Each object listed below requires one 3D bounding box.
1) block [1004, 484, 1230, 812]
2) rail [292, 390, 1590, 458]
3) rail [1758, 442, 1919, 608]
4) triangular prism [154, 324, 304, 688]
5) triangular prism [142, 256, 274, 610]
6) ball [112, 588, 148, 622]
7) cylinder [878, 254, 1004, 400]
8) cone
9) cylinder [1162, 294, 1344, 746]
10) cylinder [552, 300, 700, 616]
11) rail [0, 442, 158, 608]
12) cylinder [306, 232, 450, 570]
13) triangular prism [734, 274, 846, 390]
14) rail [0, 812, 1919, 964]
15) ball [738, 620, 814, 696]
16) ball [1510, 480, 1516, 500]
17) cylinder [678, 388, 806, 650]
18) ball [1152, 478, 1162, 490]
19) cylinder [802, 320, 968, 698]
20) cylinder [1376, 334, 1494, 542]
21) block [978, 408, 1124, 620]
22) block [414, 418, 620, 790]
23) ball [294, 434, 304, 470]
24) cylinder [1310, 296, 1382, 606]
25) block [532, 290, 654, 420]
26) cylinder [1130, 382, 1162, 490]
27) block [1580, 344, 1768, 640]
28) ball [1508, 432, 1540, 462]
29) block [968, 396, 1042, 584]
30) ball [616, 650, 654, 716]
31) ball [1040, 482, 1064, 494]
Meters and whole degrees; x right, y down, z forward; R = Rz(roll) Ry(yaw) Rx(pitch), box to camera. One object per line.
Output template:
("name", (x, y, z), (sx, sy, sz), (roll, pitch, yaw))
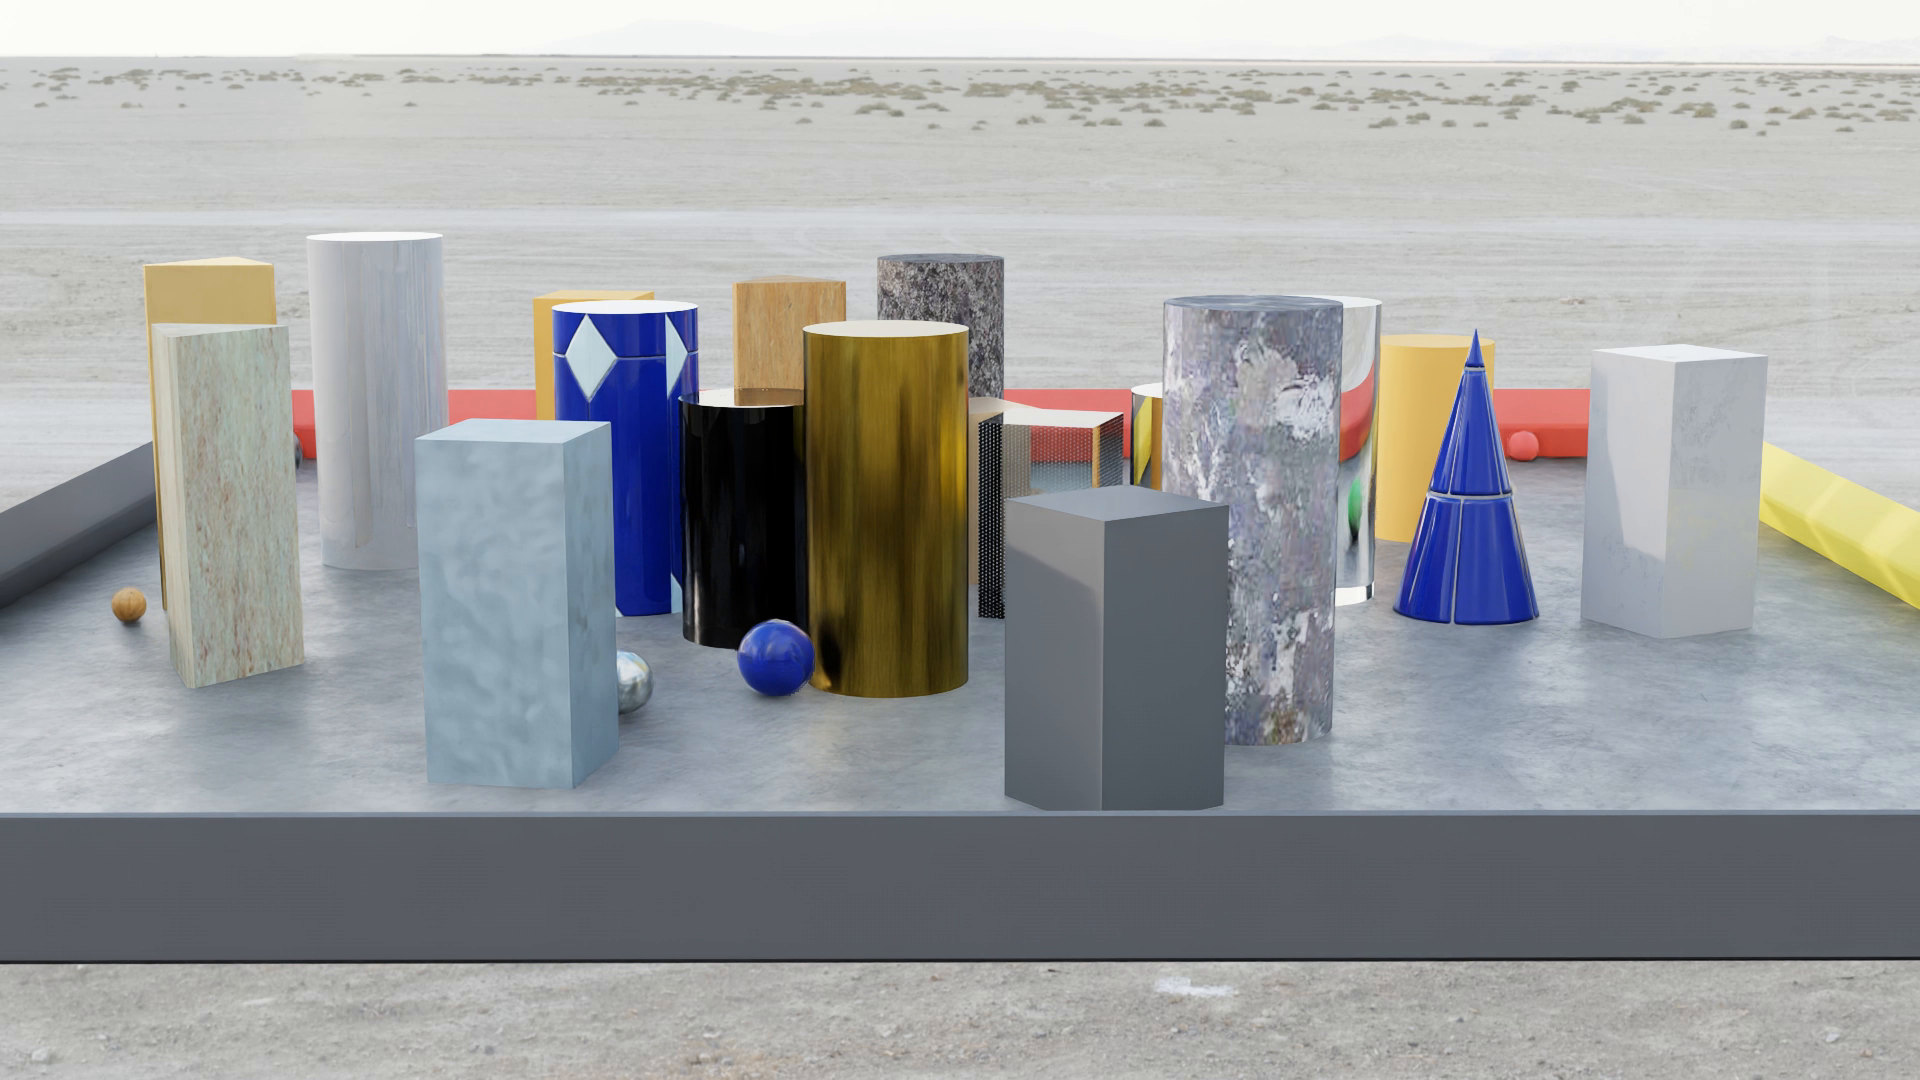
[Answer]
("block", (0.154, 0.112, 2.544), (0.156, 0.303, 0.156), (-7, 13, -35))
("rail", (-0.008, -0.215, 4.780), (2.601, 0.126, 0.045), (0, 11, 0))
("rail", (1.277, 0.031, 3.456), (0.045, 0.126, 2.755), (0, 11, 0))
("triangular prism", (-0.917, -0.050, 3.103), (0.146, 0.416, 0.169), (8, 13, 36))
("triangular prism", (-0.998, -0.148, 3.503), (0.169, 0.464, 0.146), (-1, 11, -3))
("ball", (-1.097, 0.086, 3.389), (0.045, 0.045, 0.045), (0, 11, 0))
("cylinder", (-0.030, -0.218, 3.960), (0.195, 0.434, 0.195), (0, 11, 0))
("cone", (0.681, -0.093, 3.422), (0.195, 0.385, 0.195), (0, 11, 0))
("cylinder", (0.318, -0.026, 2.829), (0.195, 0.471, 0.195), (0, 11, 0))
("cylinder", (-0.450, -0.114, 3.482), (0.195, 0.405, 0.195), (0, 11, 0))
("rail", (-1.277, 0.034, 3.442), (0.045, 0.126, 2.755), (0, 11, 0))
("cylinder", (-0.855, -0.209, 3.792), (0.195, 0.478, 0.195), (0, 11, 0))
("triangular prism", (-0.268, -0.205, 3.981), (0.169, 0.401, 0.146), (-2, 11, -8))
("rail", (0.008, 0.280, 2.118), (2.601, 0.126, 0.045), (0, 11, 0))
("ball", (-0.215, 0.137, 2.992), (0.089, 0.089, 0.089), (0, 11, 0))
("ball", (0.888, -0.078, 4.235), (0.059, 0.059, 0.059), (0, 11, 0))
("cylinder", (-0.261, -0.031, 3.298), (0.195, 0.308, 0.195), (0, 11, 0))
("ball", (0.336, -0.053, 3.994), (0.097, 0.097, 0.097), (0, 11, 0))
("cylinder", (-0.087, -0.041, 3.042), (0.195, 0.421, 0.195), (0, 11, 0))
("cylinder", (0.732, -0.161, 4.015), (0.195, 0.303, 0.195), (0, 11, 0))
("block", (0.123, -0.035, 3.446), (0.156, 0.262, 0.156), (3, 11, 18))
("block", (-0.457, 0.062, 2.665), (0.156, 0.356, 0.156), (2, 11, 10))
("ball", (-1.216, -0.156, 4.560), (0.094, 0.094, 0.094), (0, 11, 0))
("cylinder", (0.479, -0.127, 3.546), (0.195, 0.406, 0.195), (0, 11, 0))
("block", (-0.584, -0.214, 4.135), (0.156, 0.363, 0.156), (1, 11, 8))
("cylinder", (0.313, -0.030, 3.261), (0.195, 0.321, 0.195), (0, 11, 0))
("block", (0.932, -0.067, 3.358), (0.156, 0.357, 0.156), (-5, 12, -27))
("ball", (1.044, -0.173, 4.752), (0.057, 0.057, 0.057), (0, 11, 0))
("block", (0.010, -0.072, 3.698), (0.156, 0.244, 0.156), (-6, 12, -28))
("ball", (-0.384, 0.161, 2.904), (0.075, 0.075, 0.075), (0, 11, 0))
("ball", (0.132, -0.046, 3.987), (0.087, 0.087, 0.087), (0, 11, 0))
